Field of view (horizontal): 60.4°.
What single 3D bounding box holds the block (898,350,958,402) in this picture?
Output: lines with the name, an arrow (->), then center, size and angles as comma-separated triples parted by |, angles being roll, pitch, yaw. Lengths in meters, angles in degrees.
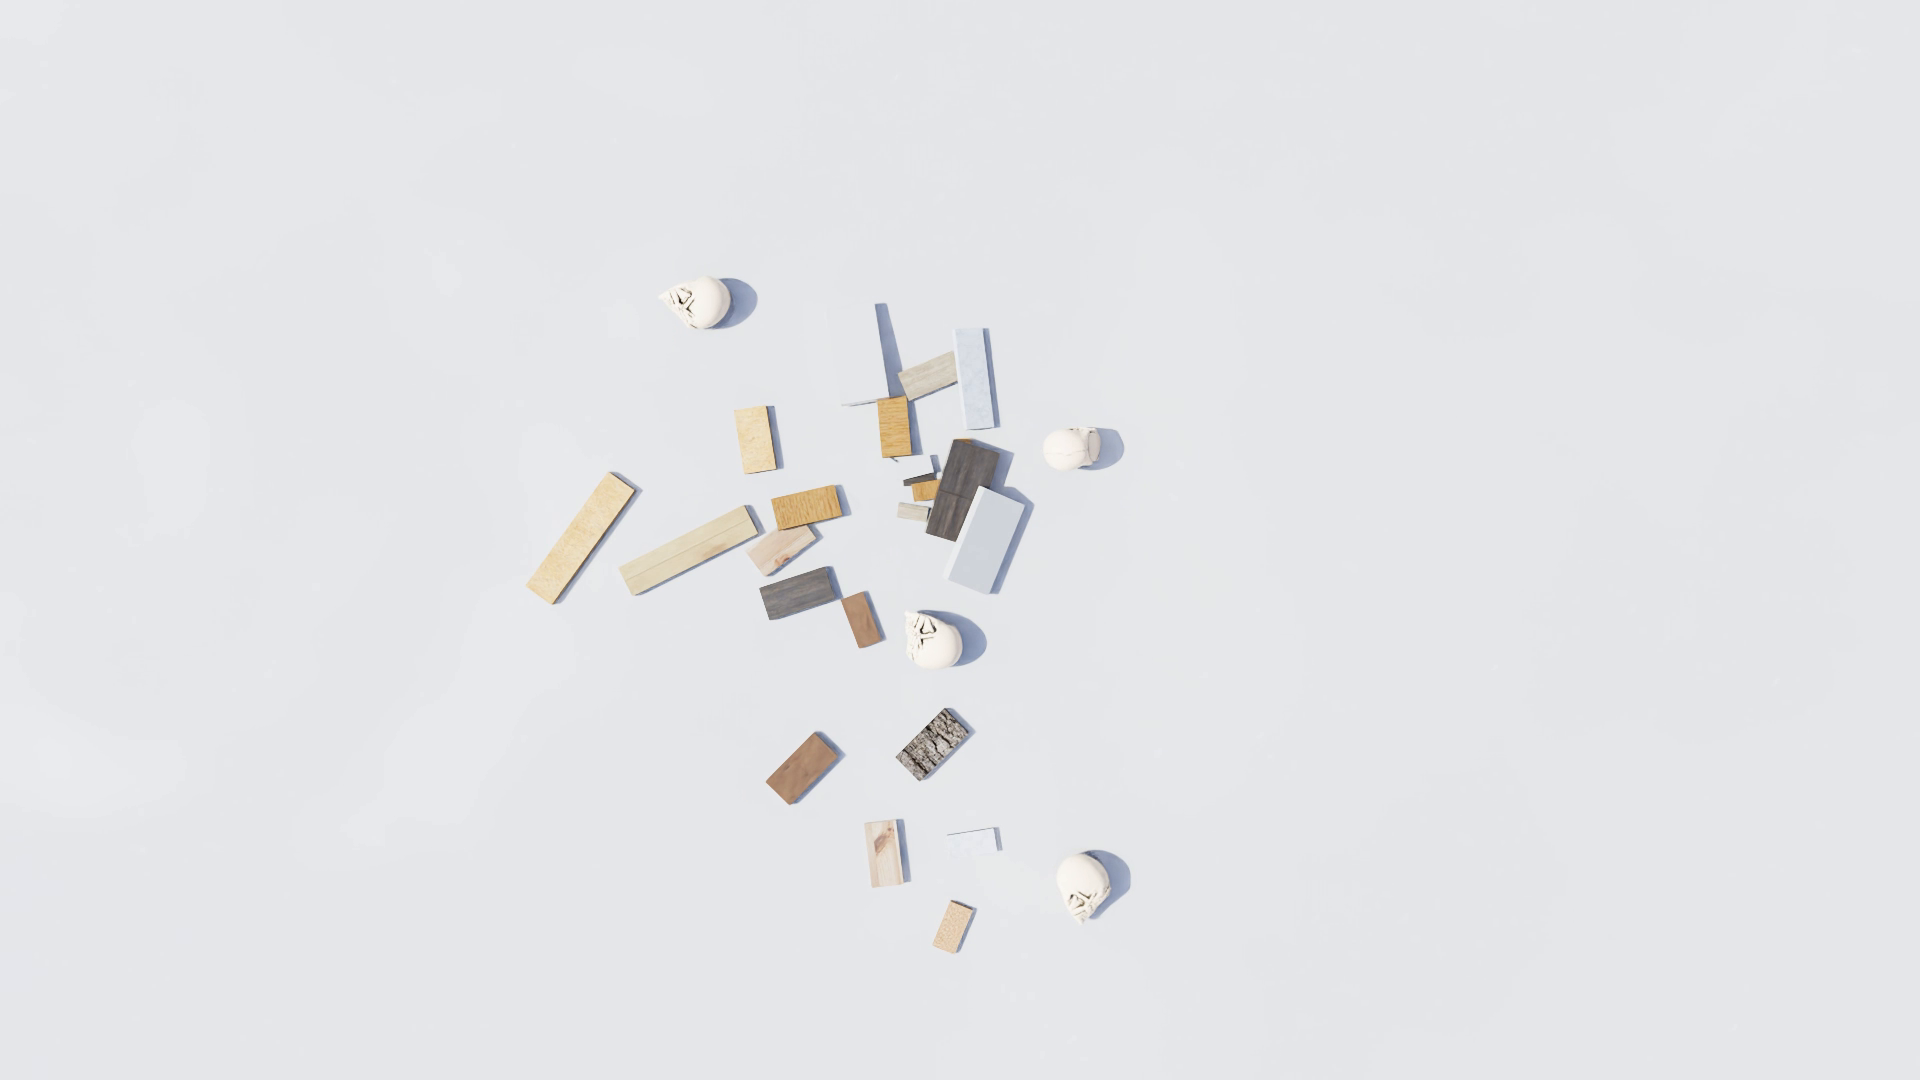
block -> -0.098, -0.546, 5.486 | 0.197, 0.028, 0.099 | -23, 90, 0

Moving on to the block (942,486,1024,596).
block -> 0.078, 0.003, 5.443 | 0.162, 0.046, 0.324 | 22, 90, -27

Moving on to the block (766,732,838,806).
block -> -0.526, 0.760, 5.484 | 0.114, 0.032, 0.229 | 45, 90, 0

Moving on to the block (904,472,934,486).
block -> -0.139, -0.205, 5.493 | 0.101, 0.014, 0.050 | -2, 90, 0

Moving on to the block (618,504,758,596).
block -> -0.903, 0.035, 5.485 | 0.466, 0.030, 0.107 | -27, 90, 0

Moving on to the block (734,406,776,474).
block -> -0.680, -0.333, 5.485 | 0.107, 0.030, 0.214 | -9, 90, 0

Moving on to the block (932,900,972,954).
block -> -0.025, 1.289, 5.489 | 0.079, 0.022, 0.158 | 23, 90, 0

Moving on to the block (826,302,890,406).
block -> -0.339, -0.616, 5.463 | 0.162, 0.046, 0.324 | -9, 85, 0

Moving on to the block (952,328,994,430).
block -> 0.044, -0.534, 5.469 | 0.099, 0.028, 0.334 | -7, 90, -21

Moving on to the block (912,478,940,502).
block -> -0.098, -0.167, 5.476 | 0.120, 0.017, 0.060 | -10, 98, -11

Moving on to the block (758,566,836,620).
block -> -0.541, 0.178, 5.484 | 0.229, 0.032, 0.114 | -18, 90, 0

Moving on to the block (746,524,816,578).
block -> -0.596, 0.016, 5.485 | 0.214, 0.030, 0.107 | -37, 90, 0

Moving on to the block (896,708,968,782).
block -> -0.093, 0.681, 5.484 | 0.229, 0.032, 0.114 | -45, 90, 0

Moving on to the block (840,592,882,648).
block -> -0.330, 0.266, 5.489 | 0.079, 0.022, 0.175 | -21, 90, 0

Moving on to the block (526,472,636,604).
block -> -1.262, -0.006, 5.485 | 0.107, 0.030, 0.469 | 36, 90, 0

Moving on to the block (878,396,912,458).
block -> -0.218, -0.375, 5.478 | 0.099, 0.028, 0.197 | -5, 85, 0

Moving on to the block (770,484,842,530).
block -> -0.509, -0.107, 5.462 | 0.213, 0.030, 0.107 | -14, 85, -11

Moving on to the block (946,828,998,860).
block -> 0.039, 1.009, 5.489 | 0.158, 0.022, 0.079 | -9, 90, 0

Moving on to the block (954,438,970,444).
block -> 0.009, -0.279, 5.490 | 0.060, 0.017, 0.120 | -5, 90, -4

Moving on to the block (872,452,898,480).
block -> -0.239, -0.247, 5.493 | 0.101, 0.014, 0.050 | 34, 90, 0

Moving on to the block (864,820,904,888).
block -> -0.253, 1.042, 5.485 | 0.107, 0.030, 0.213 | -7, 90, 0

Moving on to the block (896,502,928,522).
block -> -0.158, -0.092, 5.493 | 0.101, 0.014, 0.050 | 9, 90, 0

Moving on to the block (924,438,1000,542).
block -> 0.006, -0.156, 5.460 | 0.162, 0.046, 0.324 | 17, 92, -8

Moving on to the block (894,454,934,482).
block -> -0.152, -0.240, 5.477 | 0.120, 0.017, 0.060 | -14, 90, 0
